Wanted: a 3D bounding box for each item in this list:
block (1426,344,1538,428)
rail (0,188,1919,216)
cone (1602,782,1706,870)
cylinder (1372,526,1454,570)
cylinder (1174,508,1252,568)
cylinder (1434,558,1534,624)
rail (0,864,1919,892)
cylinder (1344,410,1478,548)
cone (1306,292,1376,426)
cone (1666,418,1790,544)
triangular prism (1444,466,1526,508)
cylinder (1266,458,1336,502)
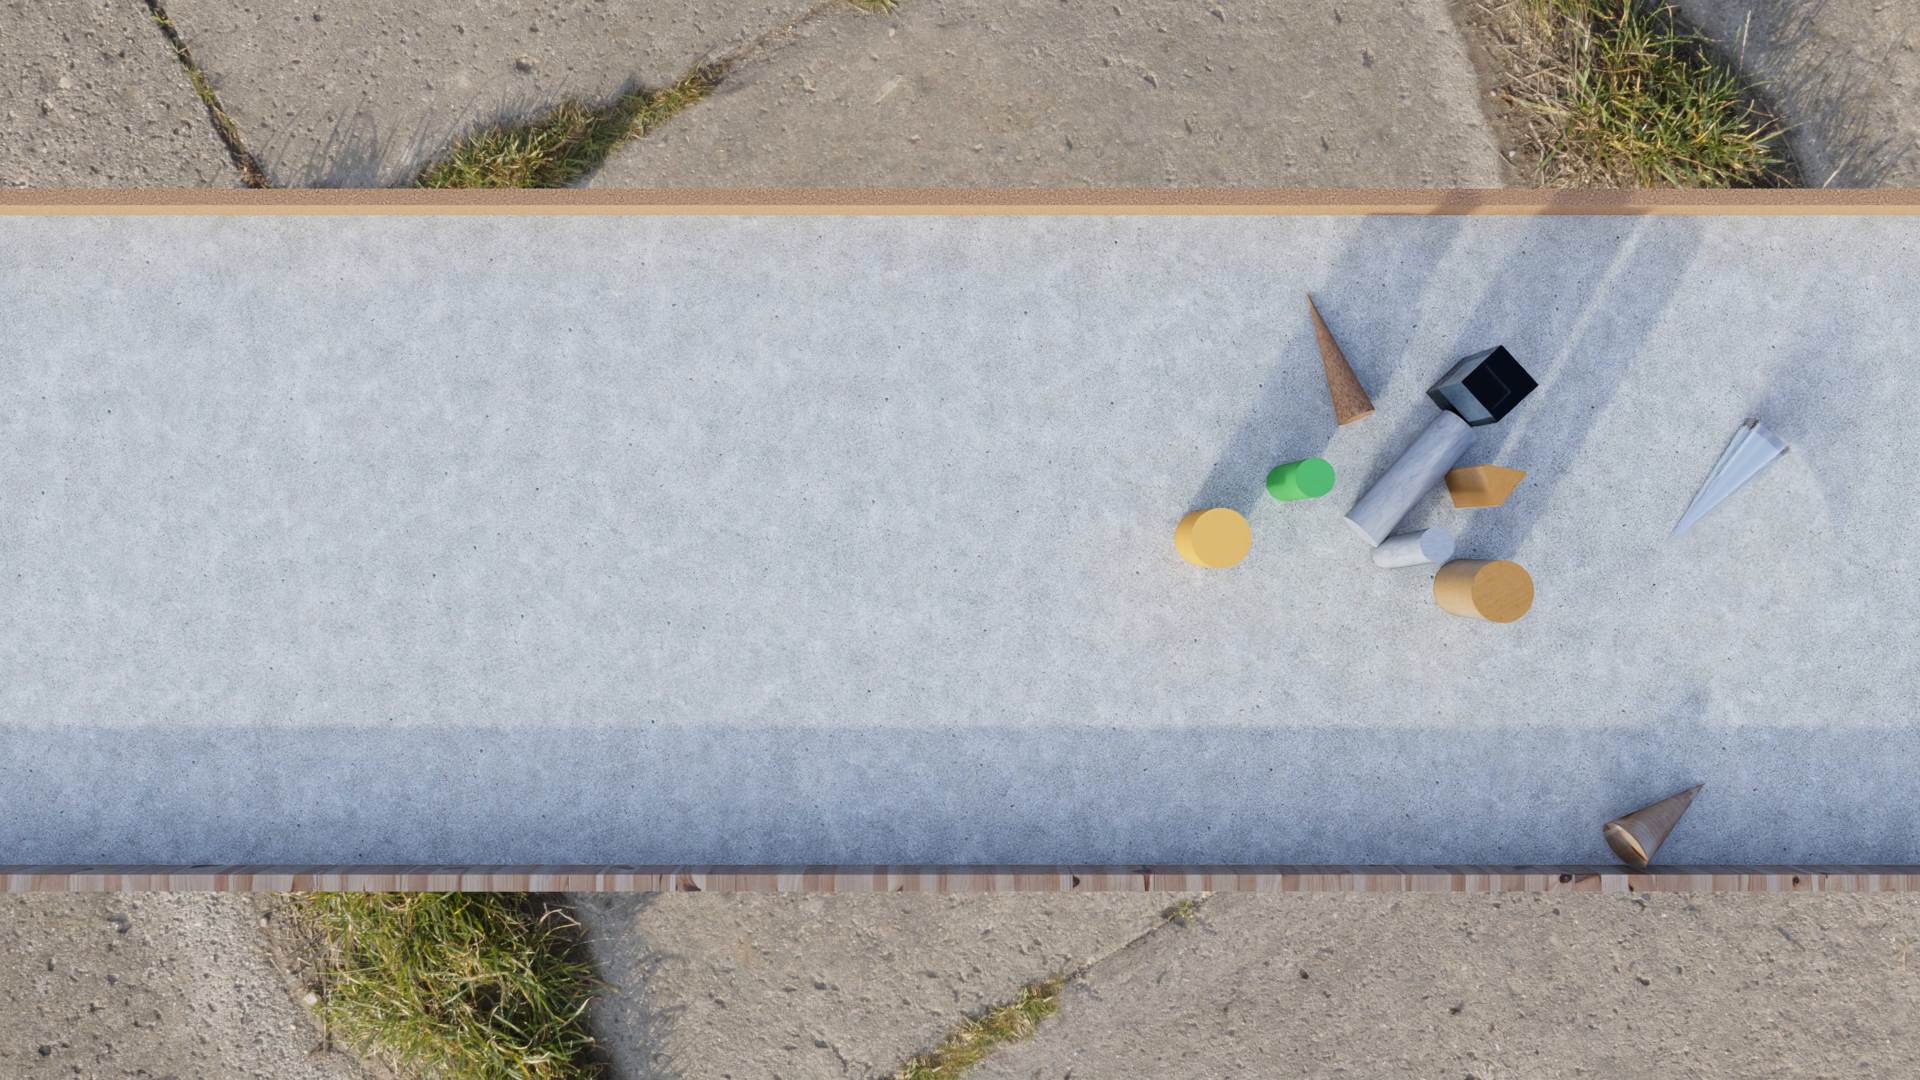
[{"bbox_3d":[1.542,-0.448,4.890,0.157,0.371,0.157,-43,90,1],"label":"block"},{"bbox_3d":[-2.247,-1.025,5.002,12.000,0.150,0.050,0,90,0],"label":"rail"},{"bbox_3d":[2.154,0.837,5.036,0.345,0.167,0.167,-33,90,-14],"label":"cone"},{"bbox_3d":[1.334,0.027,4.869,0.101,0.405,0.101,0,86,-5],"label":"cylinder"},{"bbox_3d":[0.747,-0.005,4.896,0.173,0.362,0.173,0,90,0],"label":"cylinder"},{"bbox_3d":[1.546,0.147,4.887,0.180,0.380,0.180,0,90,0],"label":"cylinder"},{"bbox_3d":[-2.247,1.025,5.001,12.000,0.150,0.050,0,90,0],"label":"rail"},{"bbox_3d":[1.368,-0.186,5.009,0.136,0.136,0.445,43,90,0],"label":"cylinder"},{"bbox_3d":[1.137,-0.570,5.047,0.118,0.118,0.425,-20,82,0],"label":"cone"},{"bbox_3d":[2.308,-0.149,5.038,0.154,0.154,0.446,40,100,0],"label":"cone"},{"bbox_3d":[1.527,-0.179,4.877,0.107,0.399,0.124,40,90,0],"label":"triangular prism"},{"bbox_3d":[0.999,-0.176,4.856,0.112,0.442,0.112,0,90,0],"label":"cylinder"}]
